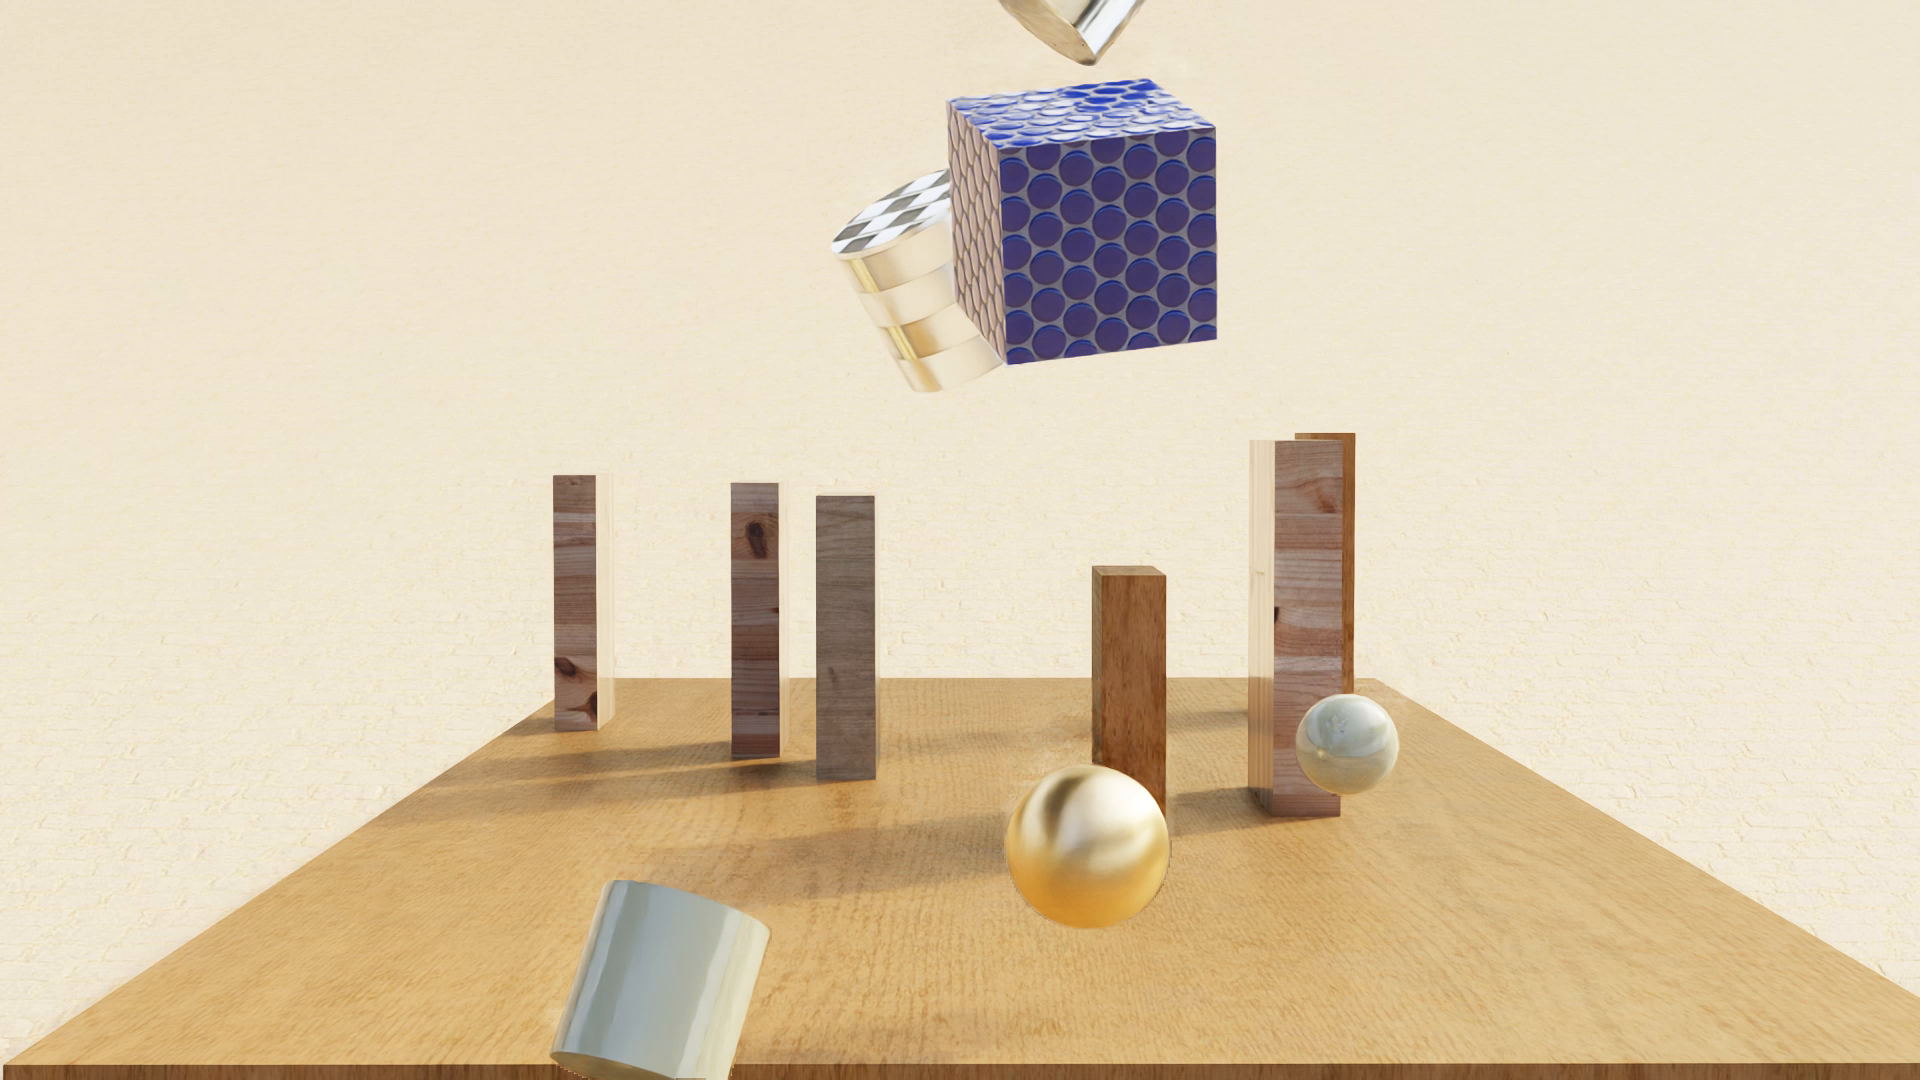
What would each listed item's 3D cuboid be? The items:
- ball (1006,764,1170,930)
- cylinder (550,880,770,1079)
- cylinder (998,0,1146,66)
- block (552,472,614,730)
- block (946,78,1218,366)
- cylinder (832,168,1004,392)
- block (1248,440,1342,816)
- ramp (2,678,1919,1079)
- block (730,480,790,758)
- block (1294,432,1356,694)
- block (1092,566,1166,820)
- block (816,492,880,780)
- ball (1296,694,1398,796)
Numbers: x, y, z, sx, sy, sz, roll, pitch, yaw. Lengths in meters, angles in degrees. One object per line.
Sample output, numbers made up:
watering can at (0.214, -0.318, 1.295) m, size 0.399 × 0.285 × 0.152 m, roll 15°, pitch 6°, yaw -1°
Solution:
ball at (0.140, 0.336, 2.818) m, size 0.179 × 0.179 × 0.179 m, roll 0°, pitch 23°, yaw 0°
cylinder at (-0.283, 0.429, 2.432) m, size 0.166 × 0.166 × 0.166 m, roll 8°, pitch 68°, yaw 19°
cylinder at (0.123, -0.574, 2.550) m, size 0.147 × 0.147 × 0.147 m, roll -52°, pitch 37°, yaw -3°
block at (-0.804, 0.125, 5.512) m, size 0.090 × 0.534 × 0.274 m, roll 0°, pitch 2°, yaw 0°
block at (0.099, -0.267, 2.131) m, size 0.178 × 0.178 × 0.178 m, roll -8°, pitch 24°, yaw -12°
cylinder at (-0.019, -0.277, 2.725) m, size 0.174 × 0.174 × 0.174 m, roll -25°, pitch 22°, yaw 11°
block at (0.561, 0.136, 4.335) m, size 0.110 × 0.609 × 0.361 m, roll 0°, pitch 2°, yaw 0°
ramp at (0.053, 0.483, 4.539) m, size 2.000 × 0.100 × 4.000 m, roll 0°, pitch 2°, yaw 0°
block at (-0.392, 0.147, 5.068) m, size 0.093 × 0.527 × 0.292 m, roll 0°, pitch 2°, yaw 0°
block at (0.811, 0.071, 5.742) m, size 0.098 × 0.621 × 0.267 m, roll 0°, pitch 2°, yaw 0°
block at (0.255, 0.252, 3.924) m, size 0.095 × 0.412 × 0.283 m, roll 0°, pitch 2°, yaw 0°
block at (-0.205, 0.169, 4.756) m, size 0.107 × 0.510 × 0.299 m, roll 0°, pitch 2°, yaw 0°
ball at (0.445, 0.235, 2.961) m, size 0.117 × 0.117 × 0.117 m, roll 0°, pitch 23°, yaw 0°
